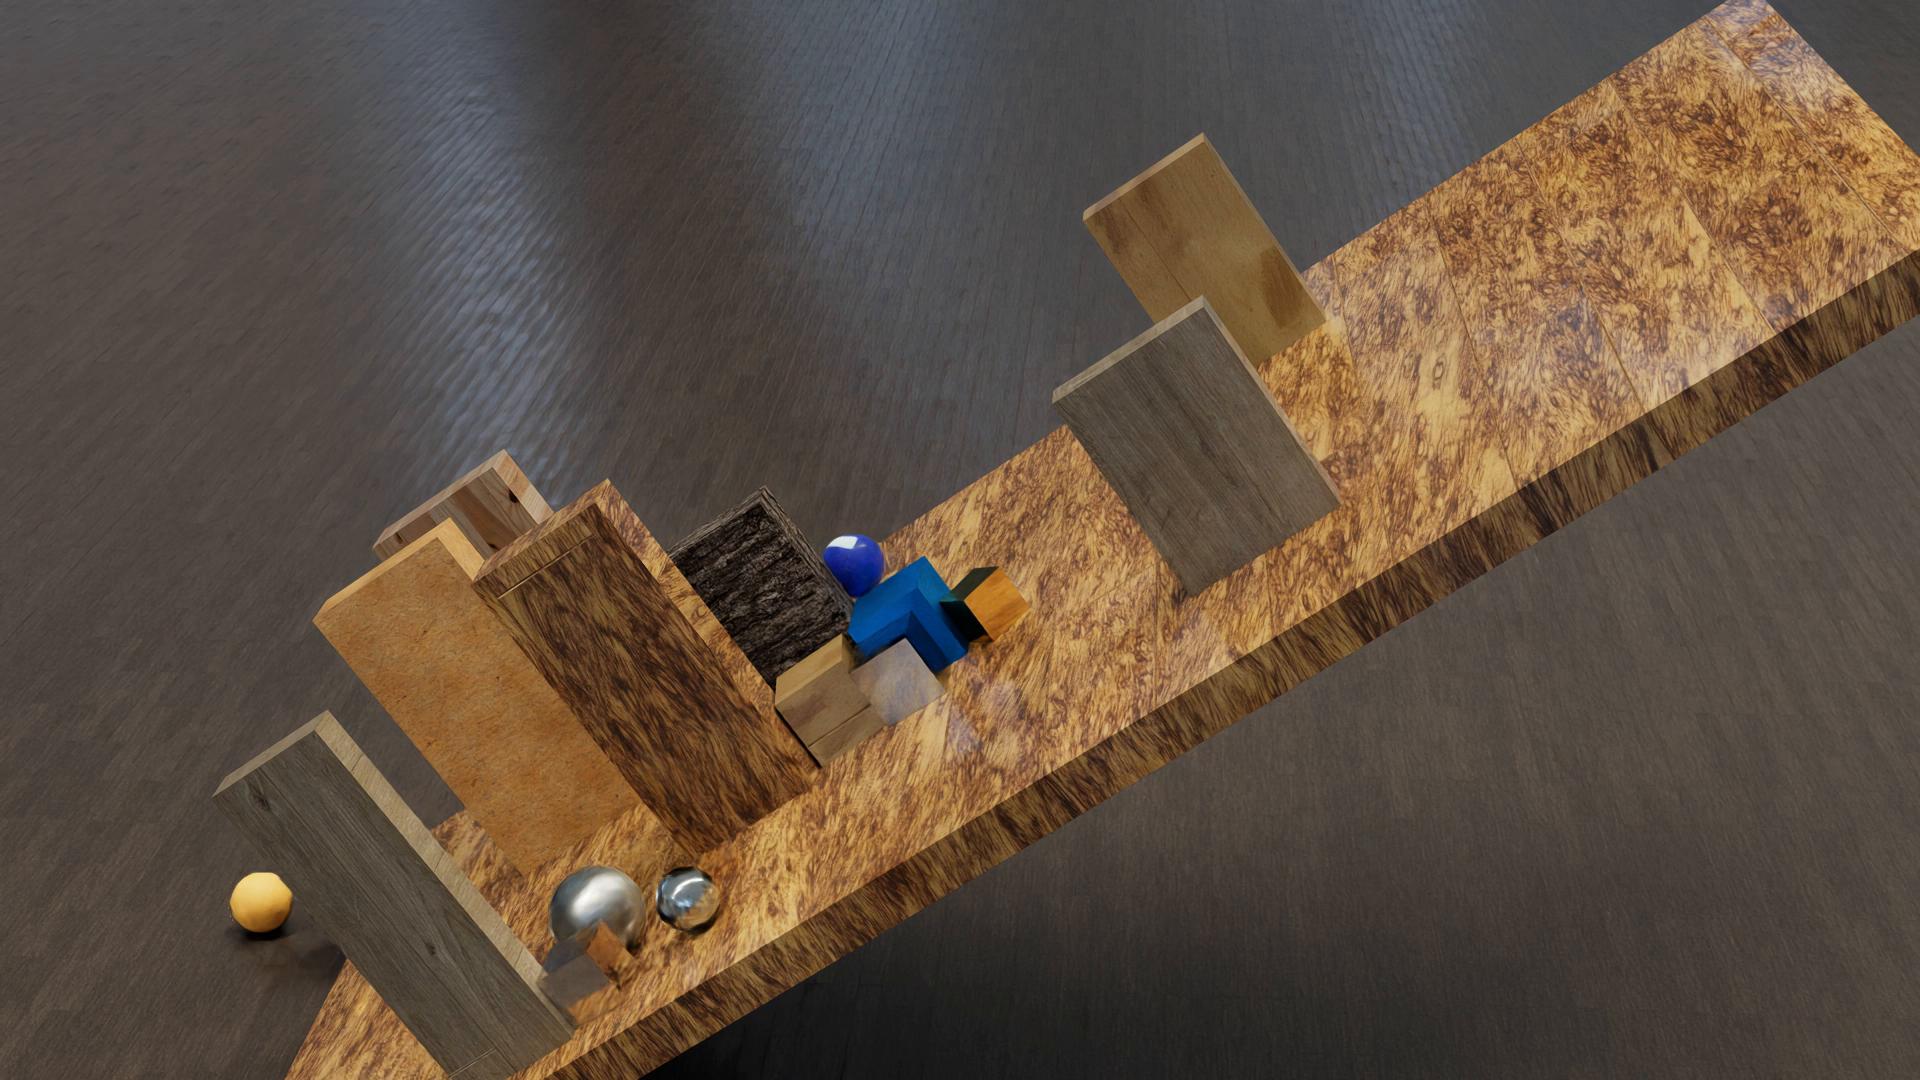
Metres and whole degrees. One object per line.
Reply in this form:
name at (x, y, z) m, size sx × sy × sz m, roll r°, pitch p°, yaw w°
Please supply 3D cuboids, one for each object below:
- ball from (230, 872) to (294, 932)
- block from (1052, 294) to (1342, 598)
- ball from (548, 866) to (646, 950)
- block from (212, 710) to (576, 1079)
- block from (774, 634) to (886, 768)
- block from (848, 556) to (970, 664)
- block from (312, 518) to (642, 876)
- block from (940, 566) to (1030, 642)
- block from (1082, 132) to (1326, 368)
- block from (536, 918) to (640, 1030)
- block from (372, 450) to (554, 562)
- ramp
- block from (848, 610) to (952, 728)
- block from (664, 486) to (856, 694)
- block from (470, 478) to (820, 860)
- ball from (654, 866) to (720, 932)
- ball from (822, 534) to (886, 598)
ball at (-1.772, 0.919, 7.465) m, size 0.155 × 0.155 × 0.155 m, roll 0°, pitch 21°, yaw 0°
block at (0.448, -0.174, 5.561) m, size 0.339 × 0.471 × 0.081 m, roll -32°, pitch 16°, yaw 15°
ball at (-0.731, 0.754, 5.931) m, size 0.195 × 0.195 × 0.195 m, roll 0°, pitch 21°, yaw 0°
block at (-1.083, 0.713, 5.687) m, size 0.258 × 0.793 × 0.092 m, roll -32°, pitch 16°, yaw 15°
block at (-0.268, 0.337, 6.193) m, size 0.171 × 0.171 × 0.171 m, roll -34°, pitch 15°, yaw 8°
block at (-0.104, 0.183, 6.268) m, size 0.181 × 0.181 × 0.181 m, roll -32°, pitch 16°, yaw 15°
block at (-1.086, 0.365, 6.753) m, size 0.367 × 0.774 × 0.122 m, roll -32°, pitch 16°, yaw 15°
block at (0.051, 0.136, 6.196) m, size 0.113 × 0.113 × 0.113 m, roll -43°, pitch 17°, yaw -23°
block at (0.549, -0.613, 6.585) m, size 0.321 × 0.497 × 0.087 m, roll -32°, pitch 16°, yaw 15°
block at (-0.728, 0.852, 5.763) m, size 0.129 × 0.129 × 0.129 m, roll -32°, pitch 16°, yaw 18°
block at (-1.063, 0.187, 7.288) m, size 0.382 × 0.743 × 0.130 m, roll -32°, pitch 16°, yaw 15°
ramp at (0.135, 0.174, 6.306) m, size 4.000 × 0.100 × 2.000 m, roll -32°, pitch 16°, yaw 15°
block at (-0.125, 0.269, 6.126) m, size 0.147 × 0.147 × 0.147 m, roll -33°, pitch 16°, yaw 15°
block at (-0.412, 0.188, 6.308) m, size 0.347 × 0.507 × 0.104 m, roll -32°, pitch 16°, yaw 15°
block at (-0.642, 0.274, 6.093) m, size 0.325 × 0.751 × 0.139 m, roll -32°, pitch 16°, yaw 15°
ball at (-0.535, 0.705, 5.774) m, size 0.129 × 0.129 × 0.129 m, roll 0°, pitch 21°, yaw 0°
ball at (-0.232, 0.057, 6.377) m, size 0.142 × 0.142 × 0.142 m, roll 0°, pitch 21°, yaw 0°
